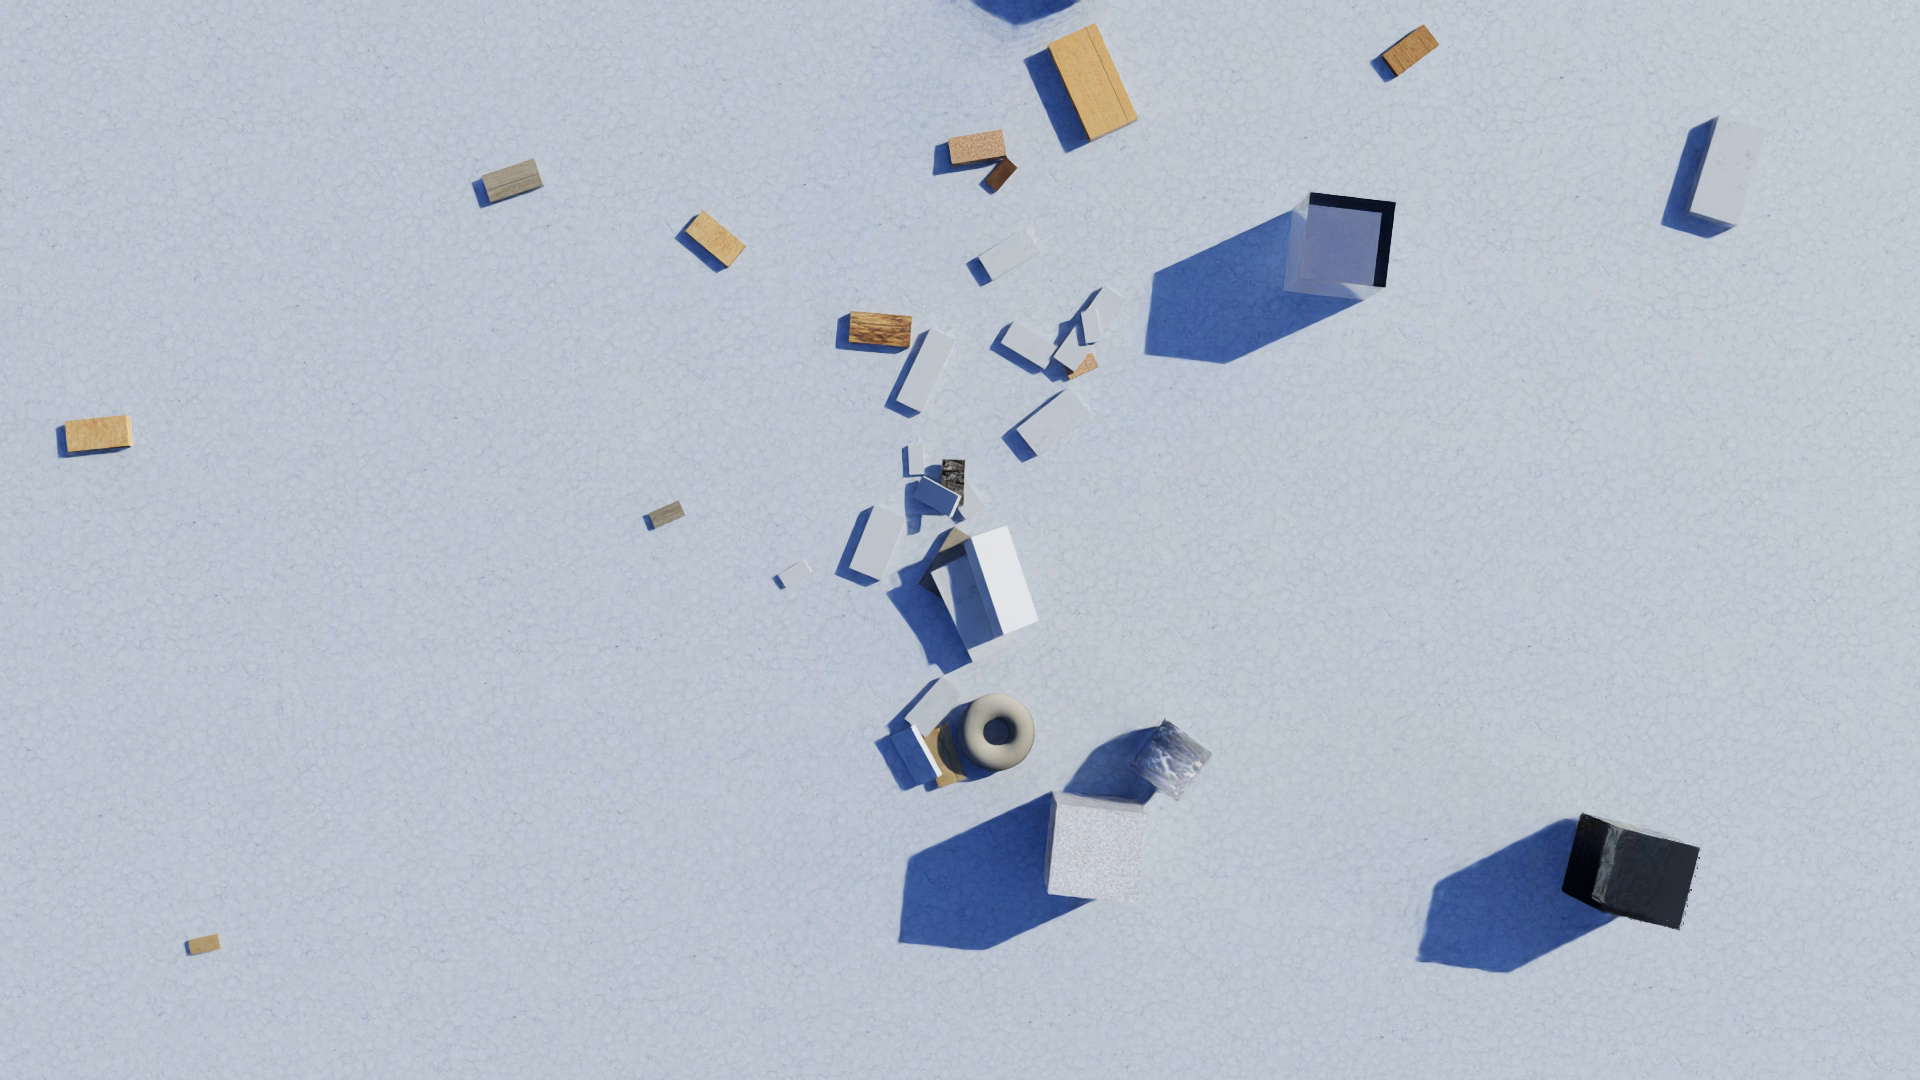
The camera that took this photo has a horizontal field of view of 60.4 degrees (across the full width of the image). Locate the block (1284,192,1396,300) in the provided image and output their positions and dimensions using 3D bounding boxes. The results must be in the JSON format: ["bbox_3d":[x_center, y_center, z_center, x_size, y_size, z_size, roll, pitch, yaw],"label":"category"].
[{"bbox_3d":[1.229,-0.951,5.363,0.274,0.274,0.274,7,90,0],"label":"block"}]

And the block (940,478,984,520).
[{"bbox_3d":[0.008,-0.151,5.489,0.076,0.022,0.152,-34,90,0],"label":"block"}]

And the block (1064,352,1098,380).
[{"bbox_3d":[0.402,-0.578,5.493,0.104,0.015,0.052,-24,90,0],"label":"block"}]

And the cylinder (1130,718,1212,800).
[{"bbox_3d":[0.691,0.719,5.405,0.190,0.190,0.190,37,90,0],"label":"cylinder"}]

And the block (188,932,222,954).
[{"bbox_3d":[-2.513,1.345,5.493,0.099,0.014,0.050,-13,90,0],"label":"block"}]

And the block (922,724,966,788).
[{"bbox_3d":[-0.055,0.718,5.487,0.095,0.027,0.189,-19,90,0],"label":"block"}]

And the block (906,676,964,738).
[{"bbox_3d":[-0.085,0.554,5.471,0.095,0.027,0.189,41,87,12],"label":"block"}]

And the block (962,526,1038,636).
[{"bbox_3d":[0.134,0.135,5.427,0.167,0.047,0.333,-19,90,-41],"label":"block"}]

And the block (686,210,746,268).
[{"bbox_3d":[-0.812,-1.002,5.487,0.183,0.026,0.091,40,90,0],"label":"block"}]

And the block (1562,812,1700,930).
[{"bbox_3d":[2.171,1.070,5.352,0.269,0.269,0.269,14,90,-6],"label":"block"}]

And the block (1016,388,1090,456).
[{"bbox_3d":[0.310,-0.394,5.484,0.225,0.032,0.113,-39,90,0],"label":"block"}]

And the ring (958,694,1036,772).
[{"bbox_3d":[0.120,0.636,5.458,0.258,0.086,0.258,0,90,-1],"label":"ring"}]

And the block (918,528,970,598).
[{"bbox_3d":[-0.031,0.081,5.484,0.113,0.032,0.225,32,90,0],"label":"block"}]

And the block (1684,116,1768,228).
[{"bbox_3d":[2.542,-1.222,5.476,0.167,0.047,0.333,17,90,0],"label":"block"}]

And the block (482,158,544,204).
[{"bbox_3d":[-1.487,-1.195,5.487,0.183,0.026,0.091,-18,90,0],"label":"block"}]

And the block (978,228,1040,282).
[{"bbox_3d":[0.163,-0.950,5.487,0.185,0.026,0.092,-32,90,0],"label":"block"}]

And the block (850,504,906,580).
[{"bbox_3d":[-0.273,0.009,5.484,0.113,0.032,0.225,22,90,0],"label":"block"}]

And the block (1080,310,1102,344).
[{"bbox_3d":[0.434,-0.705,5.460,0.052,0.015,0.104,-9,86,1],"label":"block"}]

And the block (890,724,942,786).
[{"bbox_3d":[-0.145,0.713,5.463,0.095,0.027,0.189,-29,90,33],"label":"block"}]

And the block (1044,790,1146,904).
[{"bbox_3d":[0.434,0.992,5.357,0.285,0.285,0.285,6,90,0],"label":"block"}]

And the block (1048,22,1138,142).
[{"bbox_3d":[0.440,-1.517,5.476,0.172,0.049,0.345,-24,90,0],"label":"block"}]

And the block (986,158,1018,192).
[{"bbox_3d":[0.138,-1.217,5.493,0.052,0.015,0.104,41,90,0],"label":"block"}]

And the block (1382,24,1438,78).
[{"bbox_3d":[1.498,-1.628,5.488,0.171,0.024,0.085,-37,90,0],"label":"block"}]

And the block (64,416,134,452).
[{"bbox_3d":[-2.863,-0.354,5.486,0.203,0.029,0.102,-6,90,0],"label":"block"}]

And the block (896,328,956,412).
[{"bbox_3d":[-0.113,-0.565,5.487,0.092,0.026,0.268,26,90,0],"label":"block"}]

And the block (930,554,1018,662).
[{"bbox_3d":[0.047,0.220,5.454,0.167,0.047,0.333,-26,96,-4],"label":"block"}]

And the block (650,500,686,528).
[{"bbox_3d":[-0.975,-0.086,5.492,0.109,0.015,0.054,-23,90,0],"label":"block"}]

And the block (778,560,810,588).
[{"bbox_3d":[-0.550,0.112,5.493,0.099,0.014,0.050,-31,90,0],"label":"block"}]

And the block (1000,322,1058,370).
[{"bbox_3d":[0.231,-0.648,5.488,0.171,0.024,0.086,31,90,0],"label":"block"}]

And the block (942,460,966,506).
[{"bbox_3d":[-0.023,-0.191,5.468,0.076,0.022,0.152,2,90,0],"label":"block"}]

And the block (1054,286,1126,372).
[{"bbox_3d":[0.430,-0.701,5.479,0.086,0.024,0.294,35,88,4],"label":"block"}]

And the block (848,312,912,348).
[{"bbox_3d":[-0.264,-0.700,5.486,0.203,0.029,0.102,5,90,0],"label":"block"}]

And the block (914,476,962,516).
[{"bbox_3d":[-0.075,-0.144,5.451,0.152,0.022,0.076,29,102,25],"label":"block"}]

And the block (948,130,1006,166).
[{"bbox_3d":[0.057,-1.302,5.479,0.183,0.026,0.091,-9,80,0],"label":"block"}]

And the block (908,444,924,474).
[{"bbox_3d":[-0.146,-0.268,5.493,0.049,0.014,0.099,-3,90,0],"label":"block"}]
